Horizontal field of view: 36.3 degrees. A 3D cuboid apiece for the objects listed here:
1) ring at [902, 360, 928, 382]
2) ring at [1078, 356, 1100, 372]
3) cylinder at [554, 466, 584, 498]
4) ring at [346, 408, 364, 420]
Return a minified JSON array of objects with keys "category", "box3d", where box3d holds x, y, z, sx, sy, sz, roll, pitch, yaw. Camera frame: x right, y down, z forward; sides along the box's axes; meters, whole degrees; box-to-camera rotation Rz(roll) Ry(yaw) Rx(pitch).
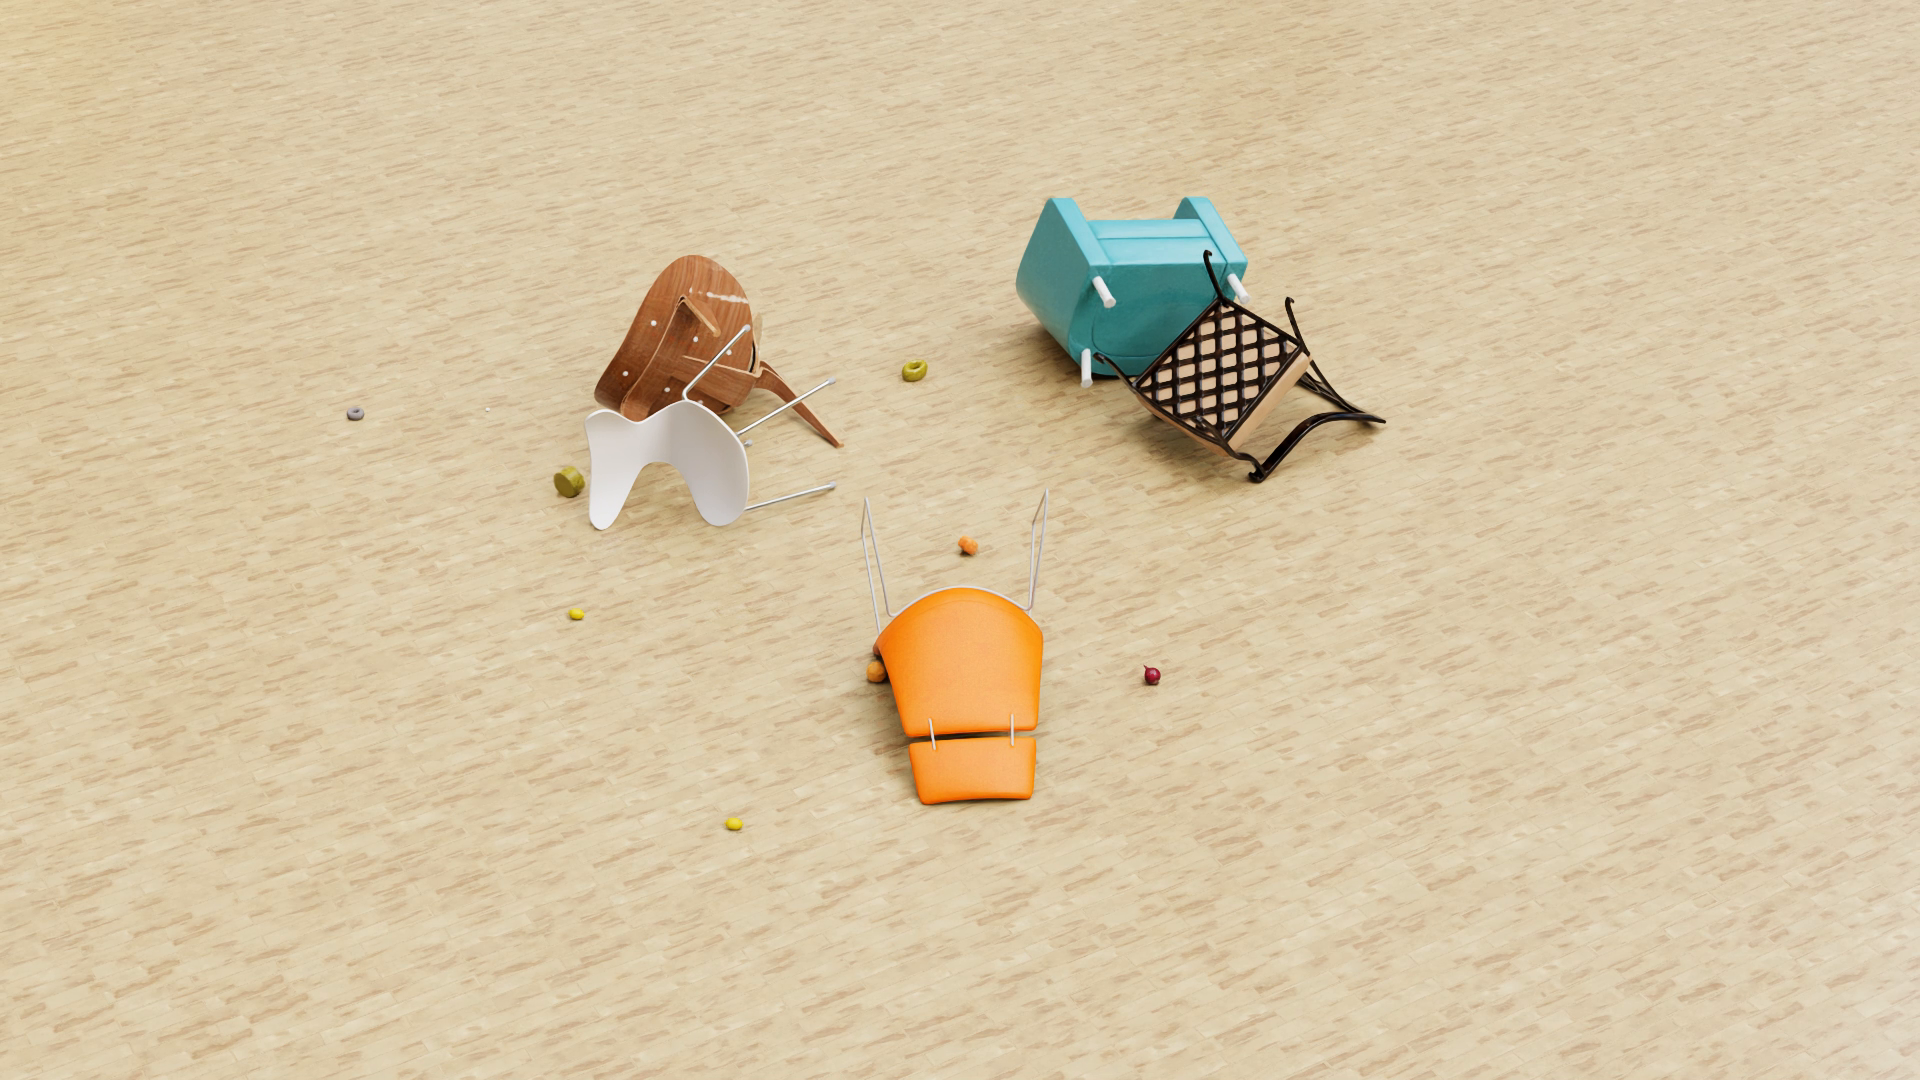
[{"category":"ring","box3d":[-0.185,-0.690,11.940,0.125,0.058,0.085,-30,50,-33]},{"category":"ring","box3d":[0.528,-0.717,11.994,0.087,0.042,0.080,28,38,31]},{"category":"cylinder","box3d":[-1.493,-0.223,11.194,0.105,0.094,0.065,49,47,4]},{"category":"ring","box3d":[-2.408,-0.503,11.679,0.072,0.033,0.066,12,37,16]}]
